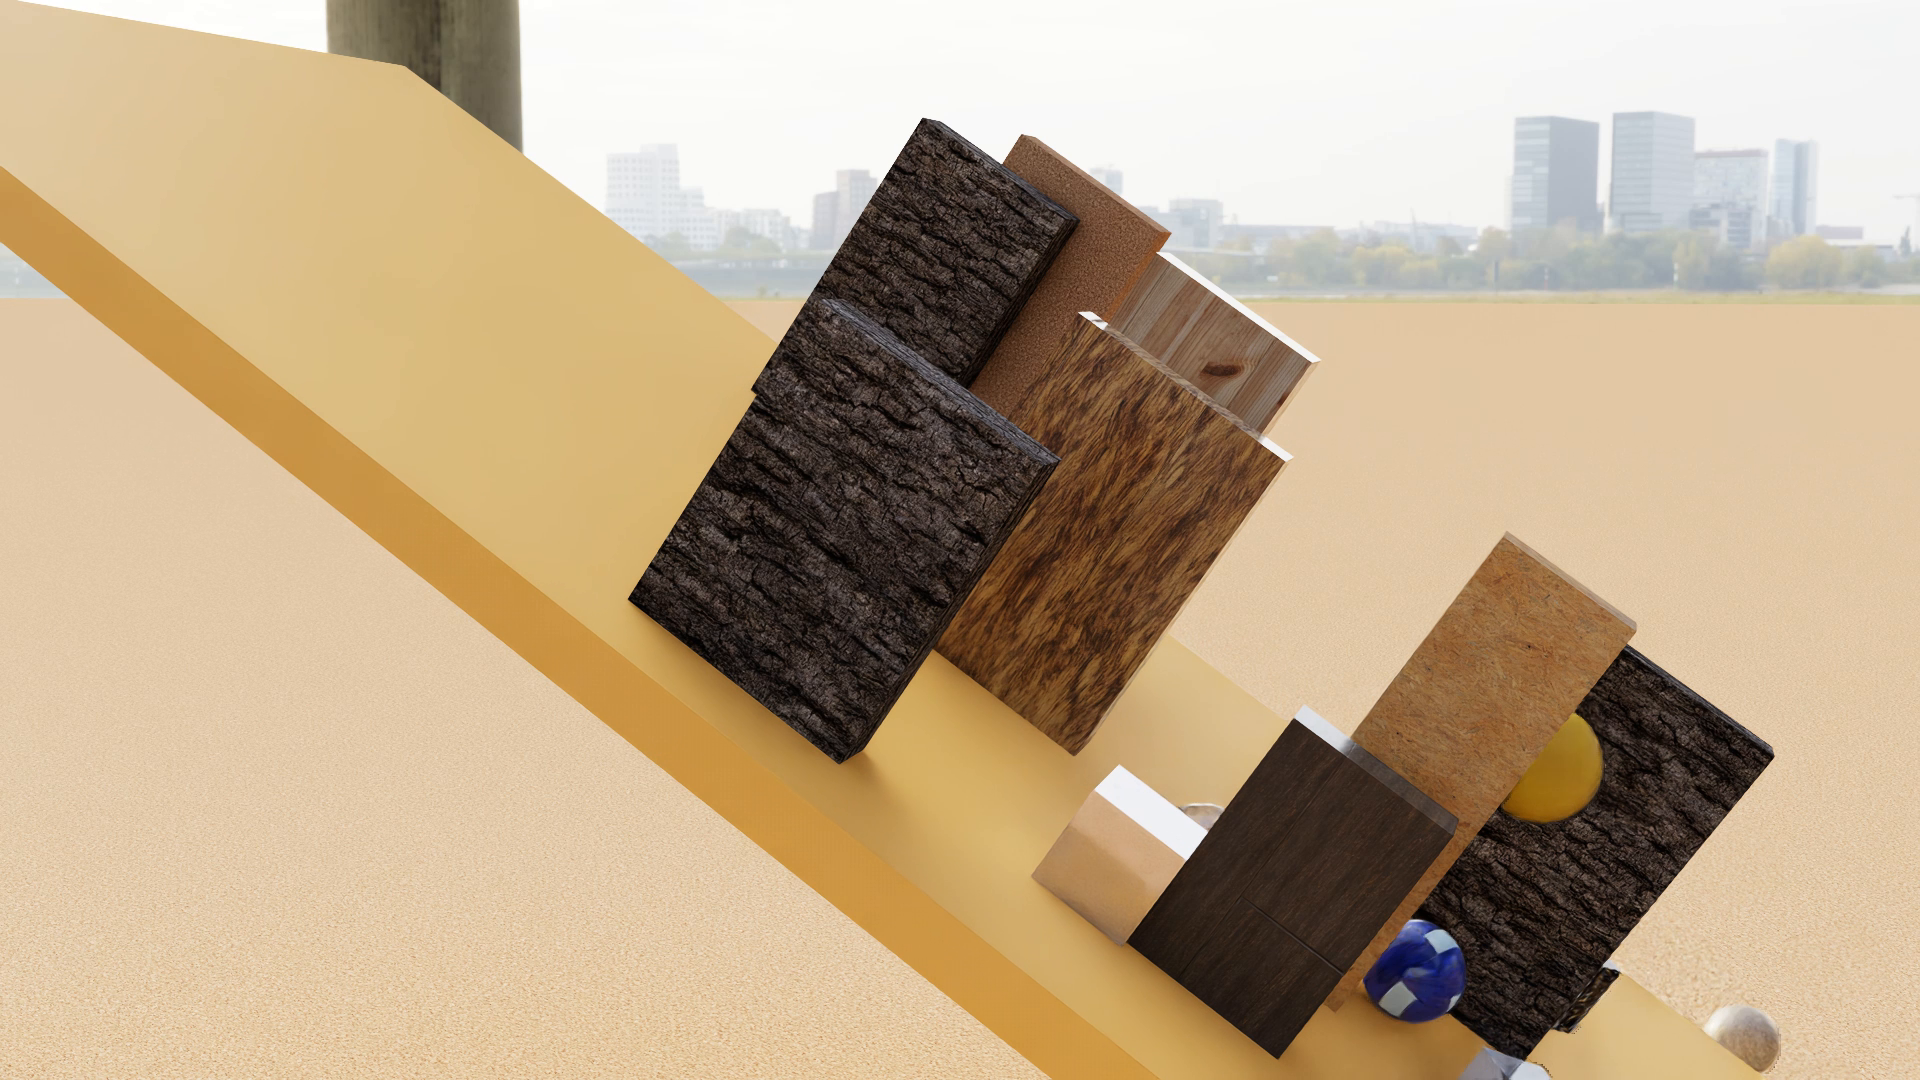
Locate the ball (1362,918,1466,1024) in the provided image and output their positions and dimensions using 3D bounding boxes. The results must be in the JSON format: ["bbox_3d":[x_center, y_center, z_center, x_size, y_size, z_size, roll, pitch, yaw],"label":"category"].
[{"bbox_3d":[0.761,0.722,3.690,0.173,0.173,0.173,0,7,0],"label":"ball"}]

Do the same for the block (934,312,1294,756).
[{"bbox_3d":[0.217,-0.010,3.893,0.441,0.647,0.092,37,16,10],"label":"block"}]

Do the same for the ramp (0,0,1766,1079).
[{"bbox_3d":[-0.102,0.178,4.087,4.000,0.100,2.000,37,16,10],"label":"ramp"}]

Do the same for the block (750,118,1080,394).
[{"bbox_3d":[-0.098,-0.493,4.637,0.369,0.686,0.131,37,16,10],"label":"block"}]

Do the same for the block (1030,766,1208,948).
[{"bbox_3d":[0.245,0.481,3.364,0.172,0.172,0.172,37,15,10],"label":"block"}]

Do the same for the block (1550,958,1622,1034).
[{"bbox_3d":[1.112,0.812,4.166,0.158,0.158,0.158,20,20,-41],"label":"block"}]

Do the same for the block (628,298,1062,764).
[{"bbox_3d":[-0.177,-0.014,3.280,0.412,0.549,0.110,37,16,10],"label":"block"}]

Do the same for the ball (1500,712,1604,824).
[{"bbox_3d":[0.955,0.365,3.609,0.197,0.197,0.197,0,7,0],"label":"ball"}]

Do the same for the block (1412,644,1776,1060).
[{"bbox_3d":[1.057,0.544,3.833,0.320,0.703,0.085,37,16,10],"label":"block"}]

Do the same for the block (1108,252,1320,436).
[{"bbox_3d":[0.331,-0.145,4.323,0.365,0.759,0.123,37,16,10],"label":"block"}]

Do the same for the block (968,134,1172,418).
[{"bbox_3d":[0.084,-0.450,4.742,0.365,0.758,0.115,37,16,10],"label":"block"}]

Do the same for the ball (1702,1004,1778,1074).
[{"bbox_3d":[1.762,1.132,4.965,0.164,0.164,0.164,0,7,0],"label":"ball"}]

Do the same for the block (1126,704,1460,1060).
[{"bbox_3d":[0.495,0.510,3.286,0.282,0.436,0.104,37,16,10],"label":"block"}]

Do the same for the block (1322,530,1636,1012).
[{"bbox_3d":[0.738,0.376,3.528,0.246,0.786,0.088,37,16,10],"label":"block"}]

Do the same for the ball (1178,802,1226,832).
[{"bbox_3d":[0.392,0.513,3.555,0.176,0.176,0.176,0,7,0],"label":"ball"}]

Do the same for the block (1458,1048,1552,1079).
[{"bbox_3d":[0.848,0.898,3.392,0.142,0.142,0.142,24,18,-33],"label":"block"}]
